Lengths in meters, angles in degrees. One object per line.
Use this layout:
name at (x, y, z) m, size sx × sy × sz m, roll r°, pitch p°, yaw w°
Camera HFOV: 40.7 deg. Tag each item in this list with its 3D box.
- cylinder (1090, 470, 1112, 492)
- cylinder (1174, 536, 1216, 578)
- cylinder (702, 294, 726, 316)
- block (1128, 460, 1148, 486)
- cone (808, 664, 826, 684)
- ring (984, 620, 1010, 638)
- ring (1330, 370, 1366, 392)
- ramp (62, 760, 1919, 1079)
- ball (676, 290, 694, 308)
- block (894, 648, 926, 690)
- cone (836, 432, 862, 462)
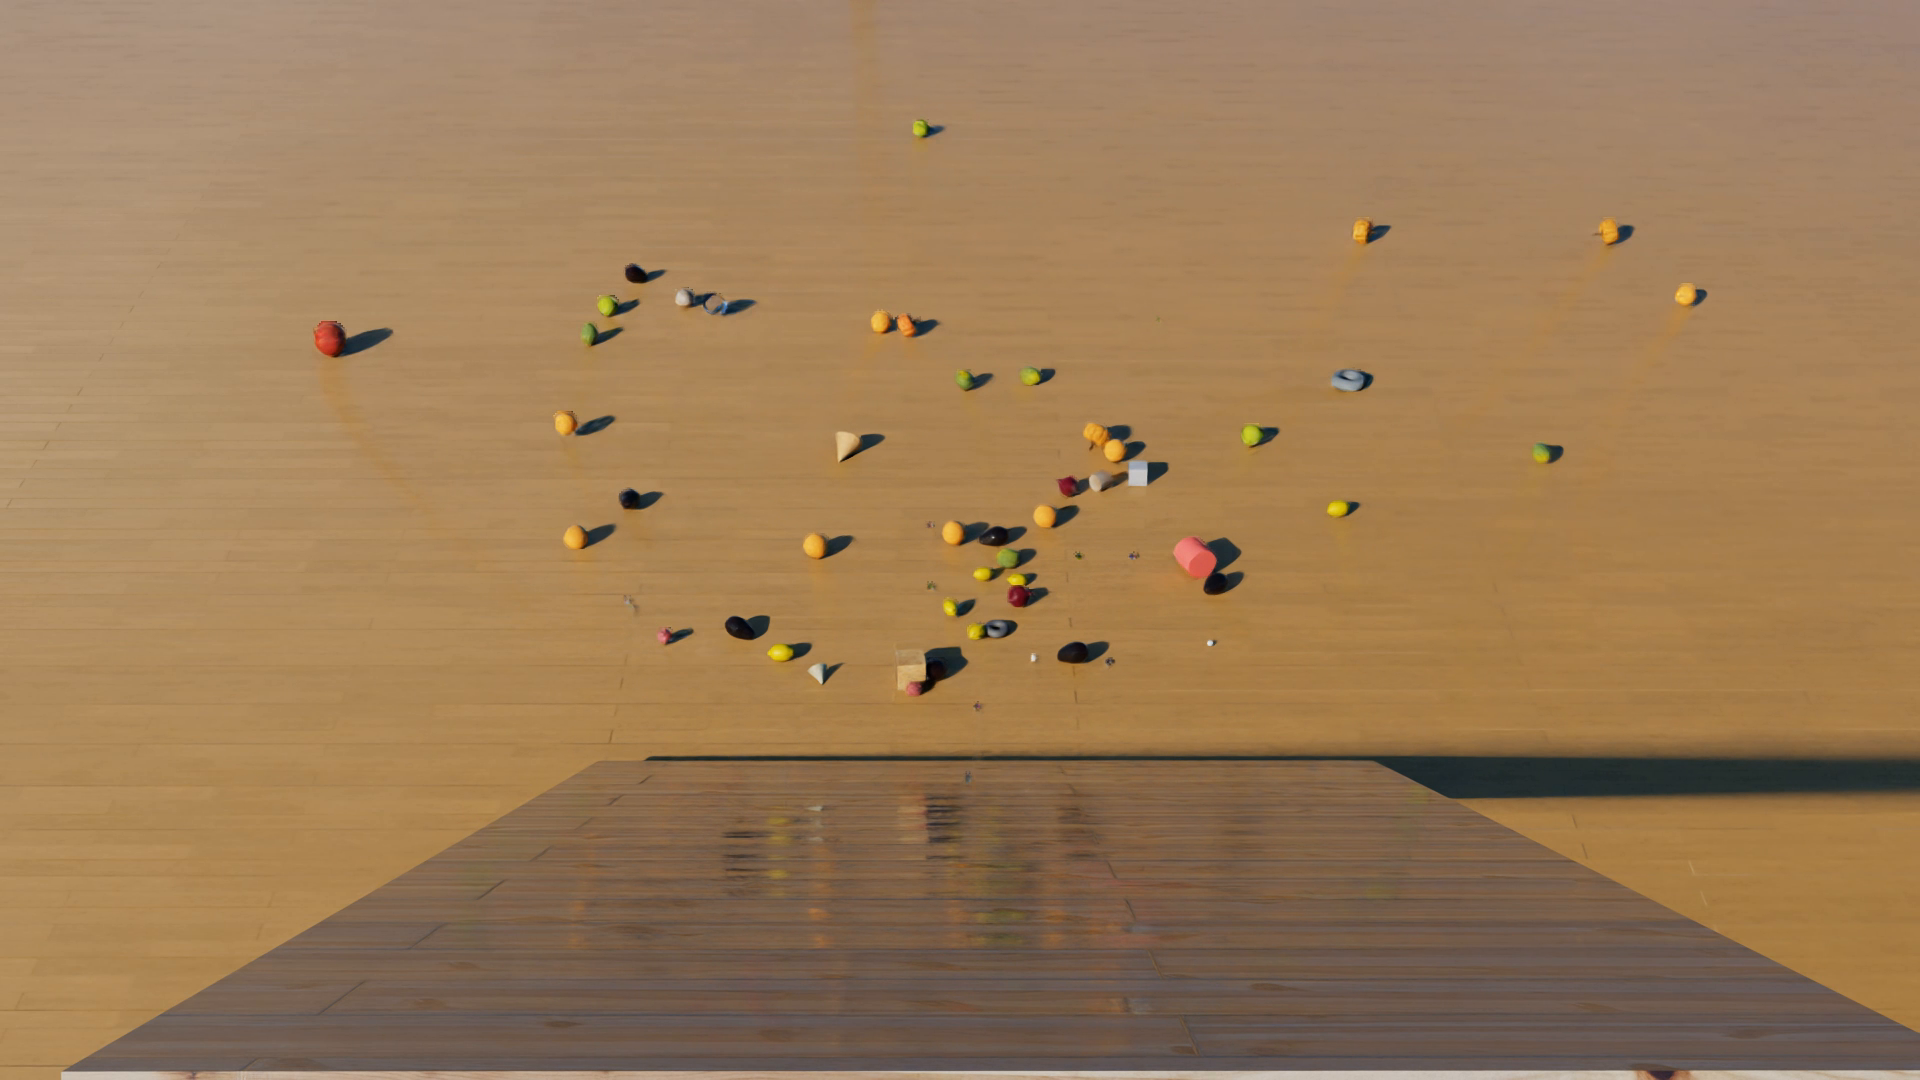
cylinder at (0.439, -0.183, 8.060) m, size 0.052 × 0.052 × 0.052 m, roll -24°, pitch 38°, yaw -34°
cylinder at (0.693, 0.051, 7.628) m, size 0.092 × 0.092 × 0.092 m, roll -13°, pitch 33°, yaw -20°
cylinder at (-0.861, -0.827, 9.096) m, size 0.070 × 0.070 × 0.070 m, roll 5°, pitch 0°, yaw 8°
block at (0.556, -0.209, 8.098) m, size 0.057 × 0.057 × 0.057 m, roll 1°, pitch 31°, yaw 2°
cone at (-0.387, 0.378, 7.145) m, size 0.053 × 0.053 × 0.053 m, roll -11°, pitch 59°, yaw -17°
ring at (0.104, 0.253, 7.355) m, size 0.075 × 0.025 × 0.075 m, roll -1°, pitch 31°, yaw 1°
ring at (1.299, -0.534, 8.662) m, size 0.118 × 0.039 × 0.118 m, roll 1°, pitch 30°, yaw 0°
ramp at (0.069, 0.610, 4.679) m, size 2.000 × 0.100 × 4.000 m, roll 0°, pitch 0°, yaw 0°
ball at (-0.976, -0.855, 9.176) m, size 0.065 × 0.065 × 0.065 m, roll 0°, pitch 31°, yaw 0°
block at (-0.137, 0.355, 7.129) m, size 0.079 × 0.079 × 0.079 m, roll -4°, pitch 31°, yaw -6°
cone at (-0.370, -0.281, 8.236) m, size 0.091 × 0.091 × 0.091 m, roll 11°, pitch 59°, yaw 18°
